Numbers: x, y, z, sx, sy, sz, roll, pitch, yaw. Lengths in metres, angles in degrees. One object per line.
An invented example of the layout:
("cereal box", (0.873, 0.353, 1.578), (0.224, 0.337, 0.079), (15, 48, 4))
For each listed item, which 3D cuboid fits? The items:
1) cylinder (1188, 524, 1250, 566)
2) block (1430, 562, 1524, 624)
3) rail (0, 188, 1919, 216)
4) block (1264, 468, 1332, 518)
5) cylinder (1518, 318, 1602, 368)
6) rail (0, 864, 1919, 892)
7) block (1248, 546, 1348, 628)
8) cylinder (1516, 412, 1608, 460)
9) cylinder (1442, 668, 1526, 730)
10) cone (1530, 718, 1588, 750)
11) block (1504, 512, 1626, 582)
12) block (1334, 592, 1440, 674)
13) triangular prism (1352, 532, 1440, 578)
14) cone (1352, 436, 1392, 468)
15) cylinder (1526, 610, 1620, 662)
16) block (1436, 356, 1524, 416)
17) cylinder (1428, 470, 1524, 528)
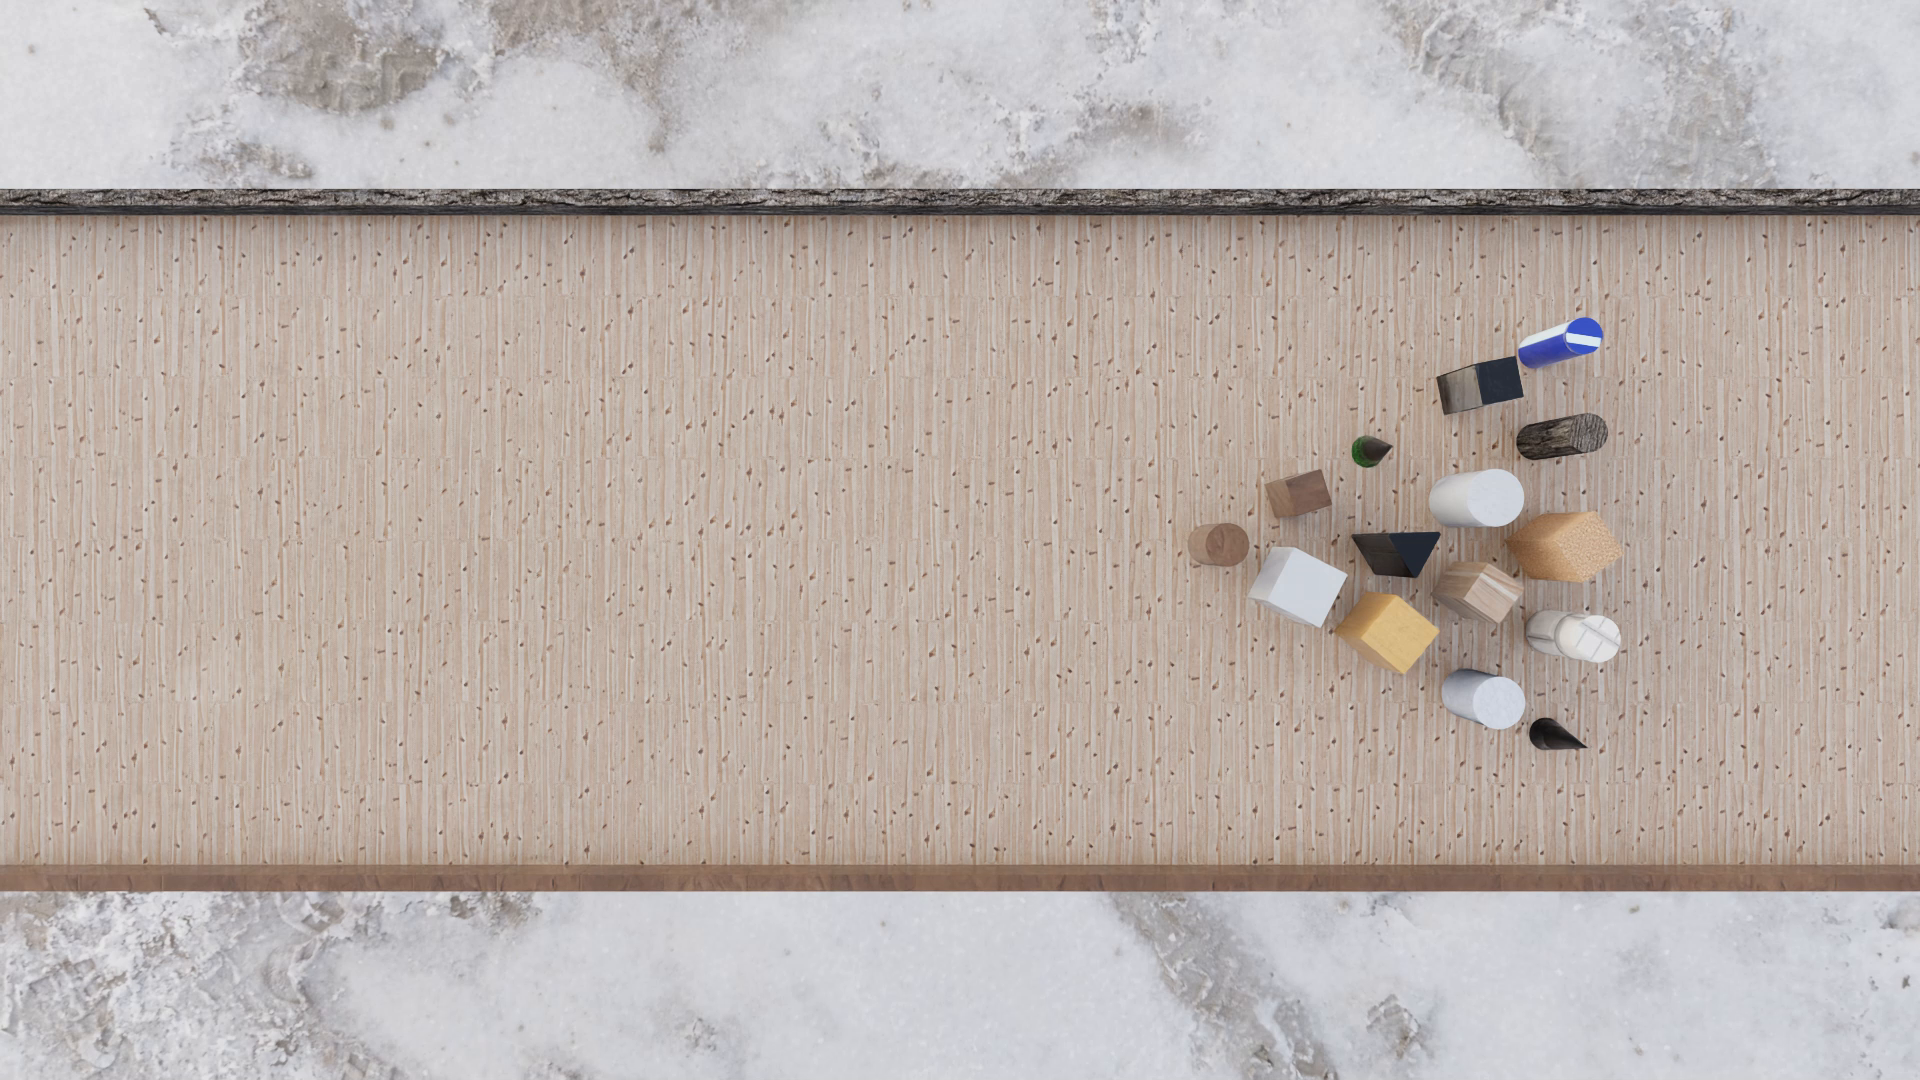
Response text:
("cylinder", (0.763, 0.014, 4.890), (0.125, 0.374, 0.125), (0, 90, 0))
("block", (1.534, 0.153, 4.908), (0.126, 0.338, 0.126), (35, 90, 0))
("rail", (-2.247, -1.025, 5.002), (12.000, 0.150, 0.050), (0, 90, 0))
("block", (1.005, -0.137, 4.914), (0.109, 0.326, 0.109), (-18, 90, 0))
("cylinder", (1.770, -0.579, 4.875), (0.104, 0.403, 0.104), (0, 90, 0))
("rail", (-2.247, 1.025, 5.001), (12.000, 0.150, 0.050), (0, 90, 0))
("block", (1.000, 0.137, 4.911), (0.173, 0.331, 0.173), (27, 90, 0))
("cylinder", (1.768, -0.302, 4.860), (0.112, 0.434, 0.112), (0, 90, 0))
("cylinder", (1.557, 0.471, 4.920), (0.152, 0.313, 0.152), (0, 90, 0))
("cone", (1.802, 0.597, 4.902), (0.101, 0.348, 0.101), (0, 90, 0))
("block", (1.774, 0.020, 4.862), (0.144, 0.430, 0.144), (-35, 90, 0))
("block", (1.264, 0.272, 4.903), (0.162, 0.346, 0.162), (40, 90, 0))
("triangular prism", (1.296, 0.013, 4.855), (0.125, 0.444, 0.145), (-32, 90, 0))
("cone", (1.254, -0.273, 4.924), (0.100, 0.305, 0.100), (0, 90, 0))
("cylinder", (1.806, 0.281, 4.876), (0.133, 0.401, 0.133), (0, 90, 0))
("block", (1.537, -0.455, 4.888), (0.121, 0.377, 0.121), (-11, 90, 0))
("cylinder", (1.525, -0.120, 4.886), (0.164, 0.380, 0.164), (0, 90, 0))
